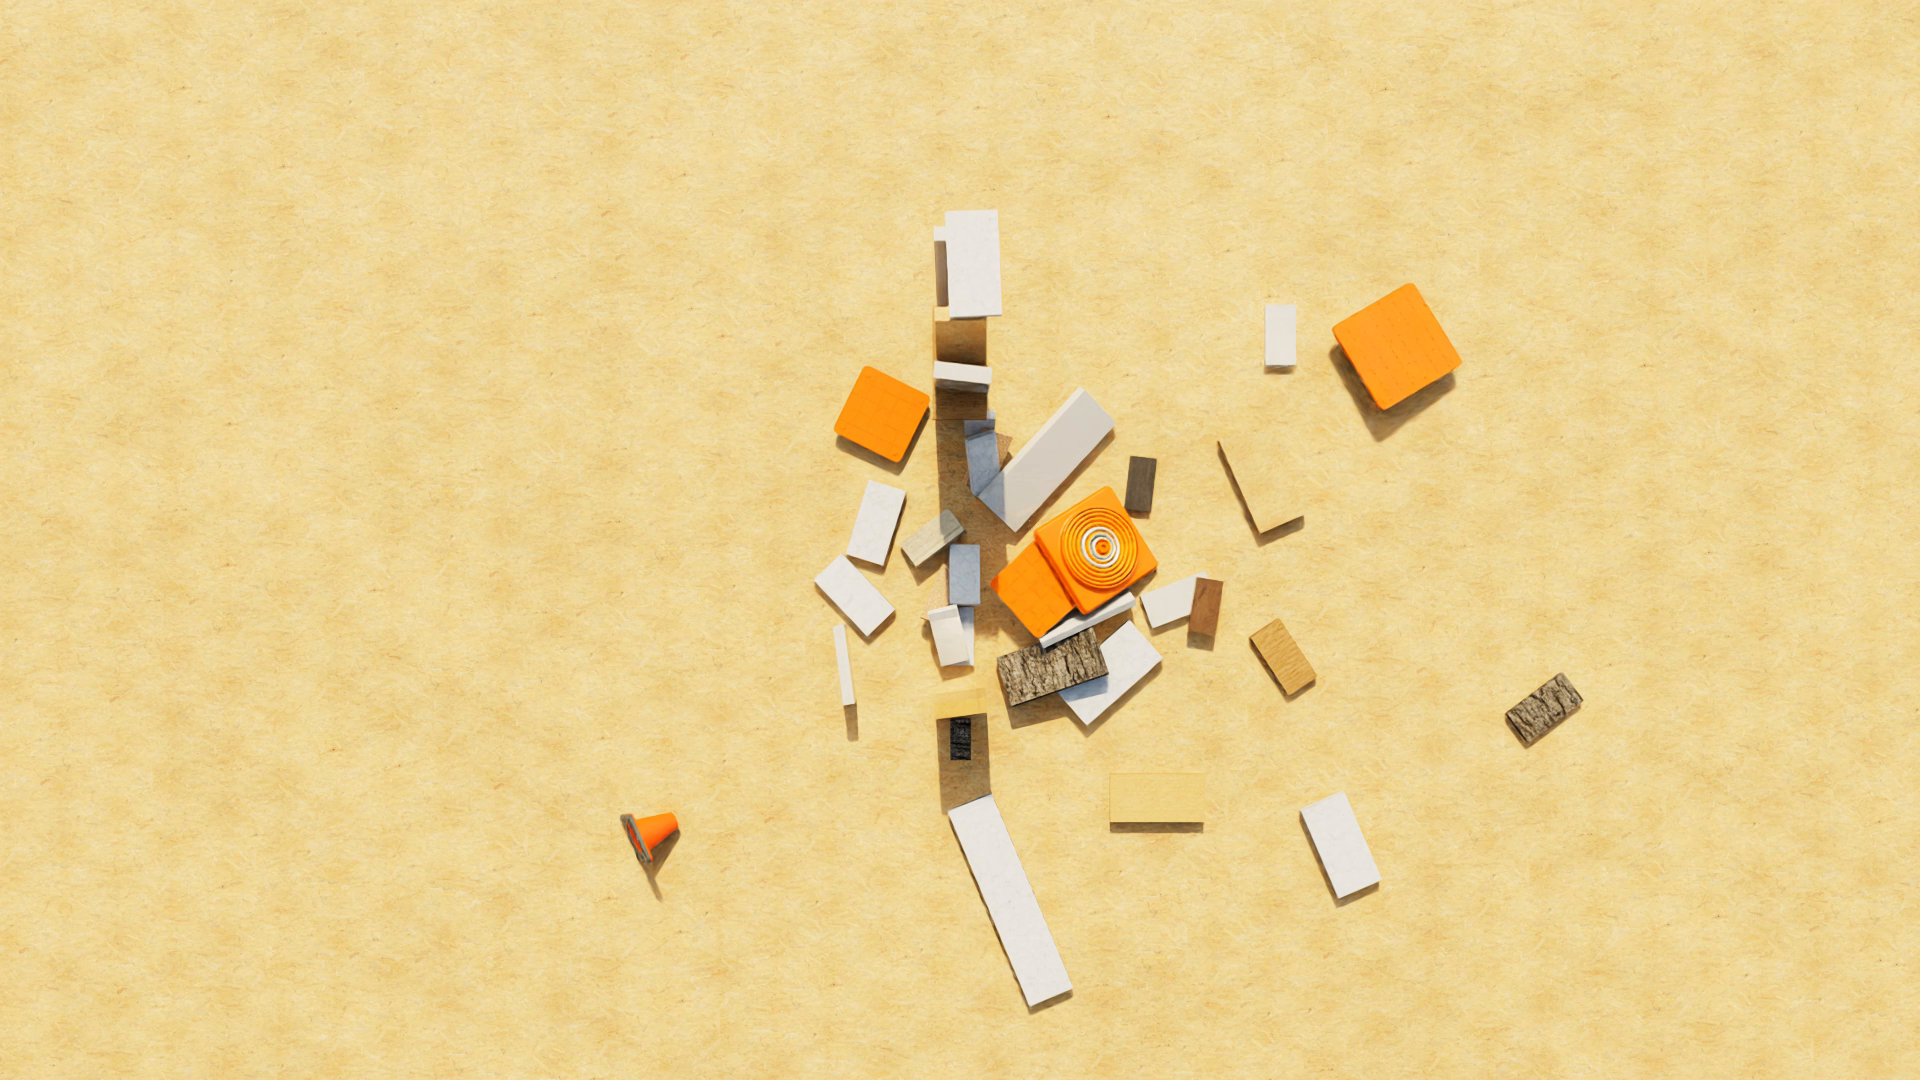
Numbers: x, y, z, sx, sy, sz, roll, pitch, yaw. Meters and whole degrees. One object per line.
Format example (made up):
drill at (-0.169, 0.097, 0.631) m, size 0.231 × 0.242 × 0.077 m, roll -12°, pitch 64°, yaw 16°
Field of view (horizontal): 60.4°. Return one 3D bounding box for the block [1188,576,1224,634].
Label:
block at (0.812, 0.217, 5.455) m, size 0.090 × 0.025 × 0.179 m, roll 9°, pitch 90°, yaw 0°

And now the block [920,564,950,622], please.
block at (-0.050, 0.187, 5.463) m, size 0.097 × 0.028 × 0.194 m, roll 22°, pitch 76°, yaw 1°

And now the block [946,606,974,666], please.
block at (-0.002, 0.319, 5.486) m, size 0.097 × 0.028 × 0.194 m, roll 0°, pitch 90°, yaw 0°

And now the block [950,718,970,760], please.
block at (0.002, 0.648, 5.357) m, size 0.067 × 0.019 × 0.133 m, roll 0°, pitch 90°, yaw 0°

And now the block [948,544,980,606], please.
block at (0.015, 0.116, 5.456) m, size 0.100 × 0.028 × 0.201 m, roll 1°, pitch 75°, yaw -5°

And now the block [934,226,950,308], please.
block at (0.000, -0.833, 5.156) m, size 0.152 × 0.691 × 0.043 m, roll 0°, pitch 80°, yaw 0°

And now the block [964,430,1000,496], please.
block at (0.077, -0.253, 5.400) m, size 0.100 × 0.028 × 0.201 m, roll -19°, pitch 121°, yaw -19°

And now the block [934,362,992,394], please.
block at (0.008, -0.486, 4.945) m, size 0.168 × 0.337 × 0.048 m, roll 7°, pitch 90°, yaw 0°

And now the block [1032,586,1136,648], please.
block at (0.412, 0.254, 5.446) m, size 0.341 × 0.090 × 0.025 m, roll -25°, pitch 122°, yaw -3°

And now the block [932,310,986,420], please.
block at (-0.001, -0.544, 5.138) m, size 0.169 × 0.048 × 0.338 m, roll 0°, pitch 90°, yaw 0°

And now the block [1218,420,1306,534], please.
block at (1.002, -0.209, 5.476) m, size 0.168 × 0.048 × 0.337 m, roll -24°, pitch 90°, yaw 0°

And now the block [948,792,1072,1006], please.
block at (0.168, 1.191, 5.478) m, size 0.156 × 0.044 × 0.697 m, roll -23°, pitch 90°, yaw 0°

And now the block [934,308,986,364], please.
block at (0.003, -0.613, 4.963) m, size 0.152 × 0.304 × 0.043 m, roll -1°, pitch 72°, yaw 0°

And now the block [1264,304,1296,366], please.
block at (1.064, -0.680, 5.486) m, size 0.100 × 0.028 × 0.201 m, roll -1°, pitch 90°, yaw 0°

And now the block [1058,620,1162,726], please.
block at (0.490, 0.439, 5.476) m, size 0.337 × 0.048 × 0.168 m, roll -41°, pitch 90°, yaw 0°

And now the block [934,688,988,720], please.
block at (0.002, 0.526, 5.332) m, size 0.168 × 0.337 × 0.048 m, roll -7°, pitch 90°, yaw 0°

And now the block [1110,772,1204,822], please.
block at (0.654, 0.854, 5.478) m, size 0.312 × 0.044 × 0.156 m, roll 0°, pitch 90°, yaw 0°

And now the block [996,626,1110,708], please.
block at (0.305, 0.416, 5.442) m, size 0.337 × 0.048 × 0.168 m, roll -20°, pitch 77°, yaw 5°

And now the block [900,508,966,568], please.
block at (-0.089, -0.006, 5.468) m, size 0.201 × 0.028 × 0.100 m, roll -37°, pitch 68°, yaw 0°

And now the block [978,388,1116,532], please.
block at (0.288, -0.264, 5.442) m, size 0.494 × 0.048 × 0.168 m, roll -47°, pitch 116°, yaw 0°

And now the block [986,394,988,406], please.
block at (0.001, -0.443, 5.331) m, size 0.169 × 0.338 × 0.048 m, roll 1°, pitch 90°, yaw 0°

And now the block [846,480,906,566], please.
block at (-0.279, -0.058, 5.482) m, size 0.129 × 0.036 × 0.257 m, roll 17°, pitch 90°, yaw 0°

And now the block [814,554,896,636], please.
block at (-0.350, 0.181, 5.482) m, size 0.129 × 0.036 × 0.257 m, roll -44°, pitch 90°, yaw 0°

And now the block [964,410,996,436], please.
block at (0.064, -0.383, 5.399) m, size 0.100 × 0.201 × 0.028 m, roll 1°, pitch 78°, yaw 0°

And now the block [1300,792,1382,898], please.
block at (1.263, 1.011, 5.478) m, size 0.156 × 0.044 × 0.312 m, roll -23°, pitch 90°, yaw 0°

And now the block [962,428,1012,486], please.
block at (0.091, -0.264, 5.437) m, size 0.100 × 0.028 × 0.201 m, roll 13°, pitch 107°, yaw -32°

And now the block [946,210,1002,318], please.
block at (0.039, -0.801, 4.791) m, size 0.152 × 0.043 × 0.304 m, roll -2°, pitch 90°, yaw 0°

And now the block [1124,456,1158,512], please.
block at (0.600, -0.187, 5.487) m, size 0.090 × 0.025 × 0.179 m, roll 7°, pitch 90°, yaw 0°

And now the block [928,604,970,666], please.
block at (-0.037, 0.313, 5.422) m, size 0.097 × 0.028 × 0.194 m, roll -14°, pitch 113°, yaw 0°

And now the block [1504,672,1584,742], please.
block at (1.943, 0.555, 5.484) m, size 0.230 × 0.033 × 0.115 m, roll -37°, pitch 90°, yaw 0°

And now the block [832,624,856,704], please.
block at (-0.379, 0.408, 5.436) m, size 0.036 × 0.129 × 0.257 m, roll -8°, pitch 90°, yaw 0°

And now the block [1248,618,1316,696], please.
block at (1.075, 0.387, 5.484) m, size 0.115 × 0.033 × 0.230 m, roll -33°, pitch 90°, yaw 0°

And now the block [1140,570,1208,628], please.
block at (0.726, 0.197, 5.484) m, size 0.230 × 0.033 × 0.115 m, roll -21°, pitch 90°, yaw 0°
